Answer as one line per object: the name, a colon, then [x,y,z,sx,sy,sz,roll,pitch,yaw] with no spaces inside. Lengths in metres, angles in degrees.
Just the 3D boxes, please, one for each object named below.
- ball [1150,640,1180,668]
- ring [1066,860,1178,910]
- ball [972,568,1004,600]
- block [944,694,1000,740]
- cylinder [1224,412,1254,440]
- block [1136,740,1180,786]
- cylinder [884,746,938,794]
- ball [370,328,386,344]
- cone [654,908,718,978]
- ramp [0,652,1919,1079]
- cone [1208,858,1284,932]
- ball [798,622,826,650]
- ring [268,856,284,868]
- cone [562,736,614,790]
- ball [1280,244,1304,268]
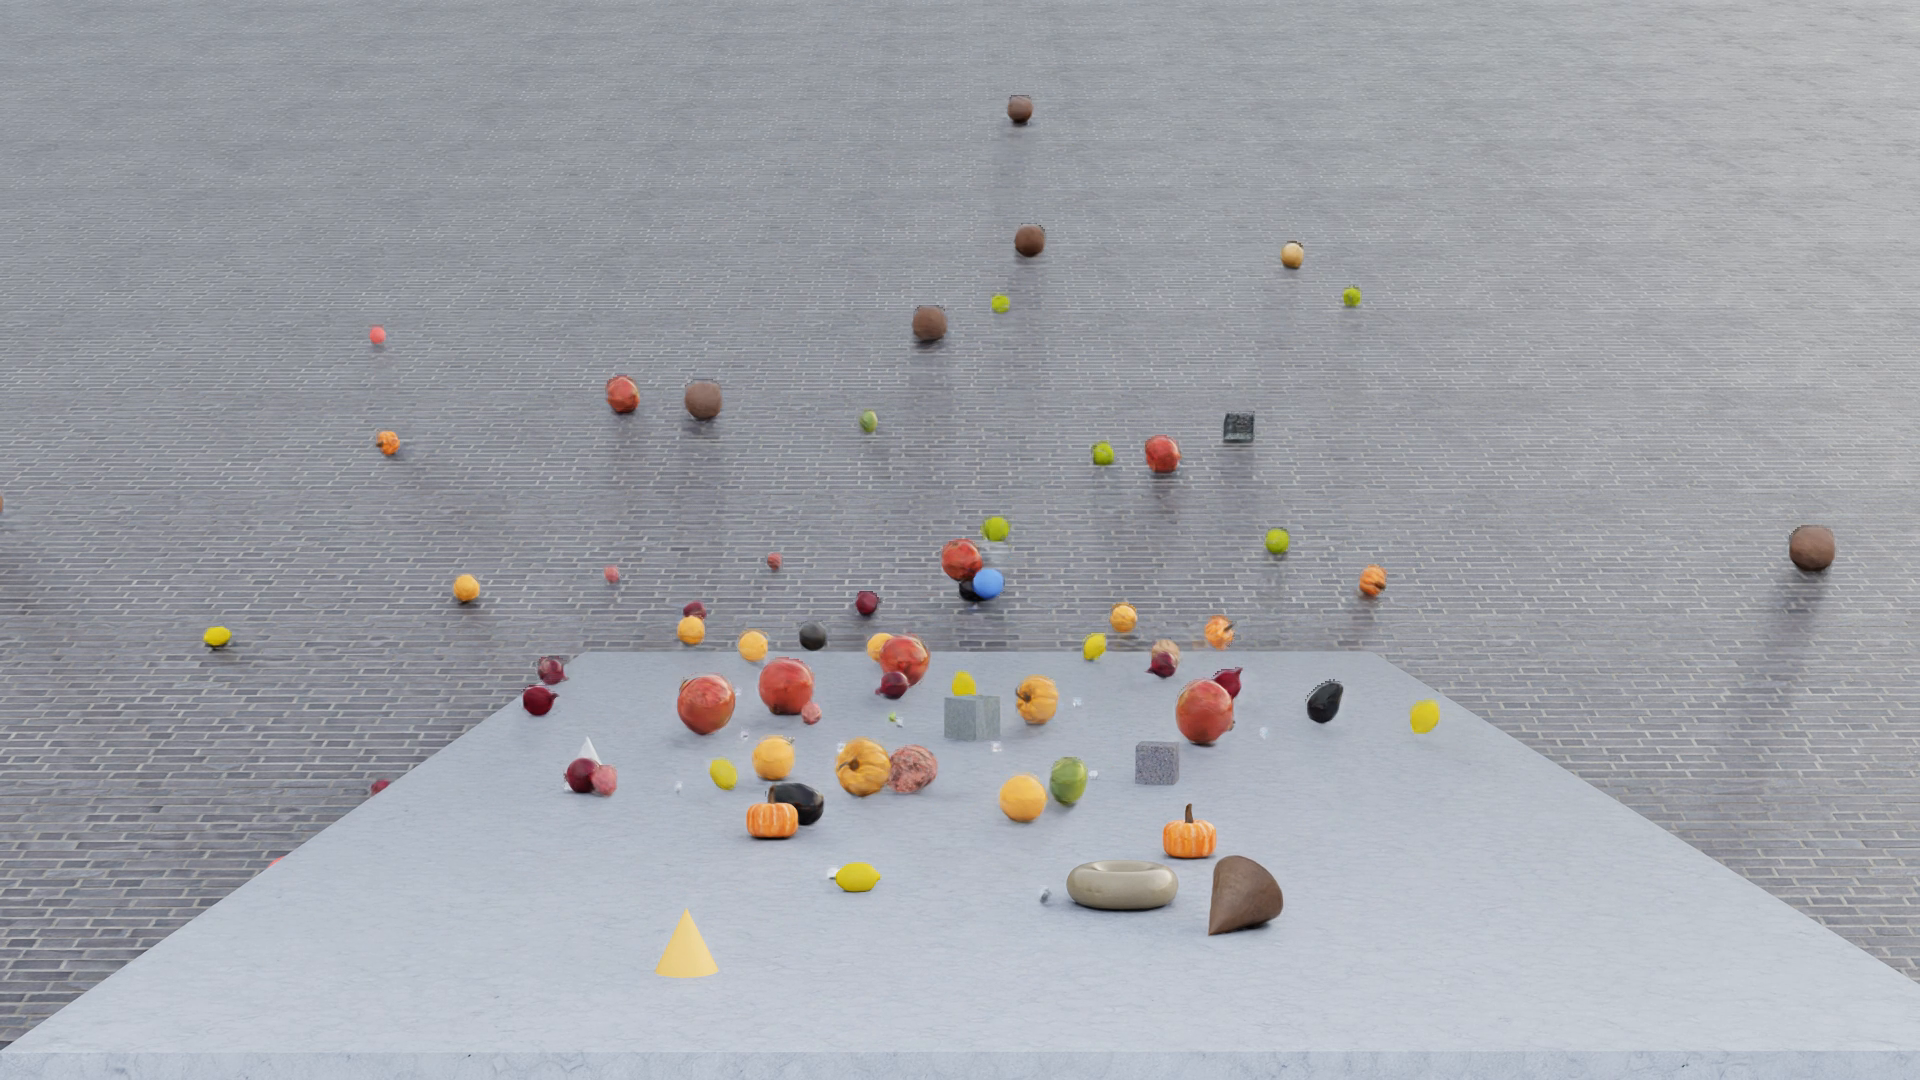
ball: [0.489,0.271,6.119,0.069,0.069,0.069,0,21,0]
ring: [0.207,0.439,3.275,0.143,0.048,0.143,0,2,0]
ball: [0.077,0.120,7.030,0.085,0.085,0.085,0,21,0]
block: [0.023,0.336,4.880,0.076,0.076,0.076,2,4,38]
cylinder: [0.907,-0.368,8.354,0.088,0.088,0.088,1,21,-1]
block: [0.331,0.374,4.307,0.064,0.064,0.064,1,3,14]
cylinder: [-0.081,0.376,4.208,0.070,0.070,0.070,7,5,16]
ball: [-2.126,-0.747,9.381,0.060,0.060,0.060,0,21,0]
cone: [-0.307,0.448,2.889,0.072,0.072,0.072,0,3,0]
ramp: [0.049,0.444,4.532,2.000,0.100,4.000,0,3,0]
cone: [0.324,0.450,3.106,0.098,0.098,0.098,15,31,34]
ball: [-0.383,0.252,6.695,0.073,0.073,0.073,0,21,0]
ring: [-1.437,0.725,5.580,0.143,0.048,0.143,1,21,0]
cone: [-0.616,0.366,4.257,0.085,0.085,0.085,0,3,0]
ball: [1.342,-1.148,10.373,0.095,0.095,0.095,0,21,0]
